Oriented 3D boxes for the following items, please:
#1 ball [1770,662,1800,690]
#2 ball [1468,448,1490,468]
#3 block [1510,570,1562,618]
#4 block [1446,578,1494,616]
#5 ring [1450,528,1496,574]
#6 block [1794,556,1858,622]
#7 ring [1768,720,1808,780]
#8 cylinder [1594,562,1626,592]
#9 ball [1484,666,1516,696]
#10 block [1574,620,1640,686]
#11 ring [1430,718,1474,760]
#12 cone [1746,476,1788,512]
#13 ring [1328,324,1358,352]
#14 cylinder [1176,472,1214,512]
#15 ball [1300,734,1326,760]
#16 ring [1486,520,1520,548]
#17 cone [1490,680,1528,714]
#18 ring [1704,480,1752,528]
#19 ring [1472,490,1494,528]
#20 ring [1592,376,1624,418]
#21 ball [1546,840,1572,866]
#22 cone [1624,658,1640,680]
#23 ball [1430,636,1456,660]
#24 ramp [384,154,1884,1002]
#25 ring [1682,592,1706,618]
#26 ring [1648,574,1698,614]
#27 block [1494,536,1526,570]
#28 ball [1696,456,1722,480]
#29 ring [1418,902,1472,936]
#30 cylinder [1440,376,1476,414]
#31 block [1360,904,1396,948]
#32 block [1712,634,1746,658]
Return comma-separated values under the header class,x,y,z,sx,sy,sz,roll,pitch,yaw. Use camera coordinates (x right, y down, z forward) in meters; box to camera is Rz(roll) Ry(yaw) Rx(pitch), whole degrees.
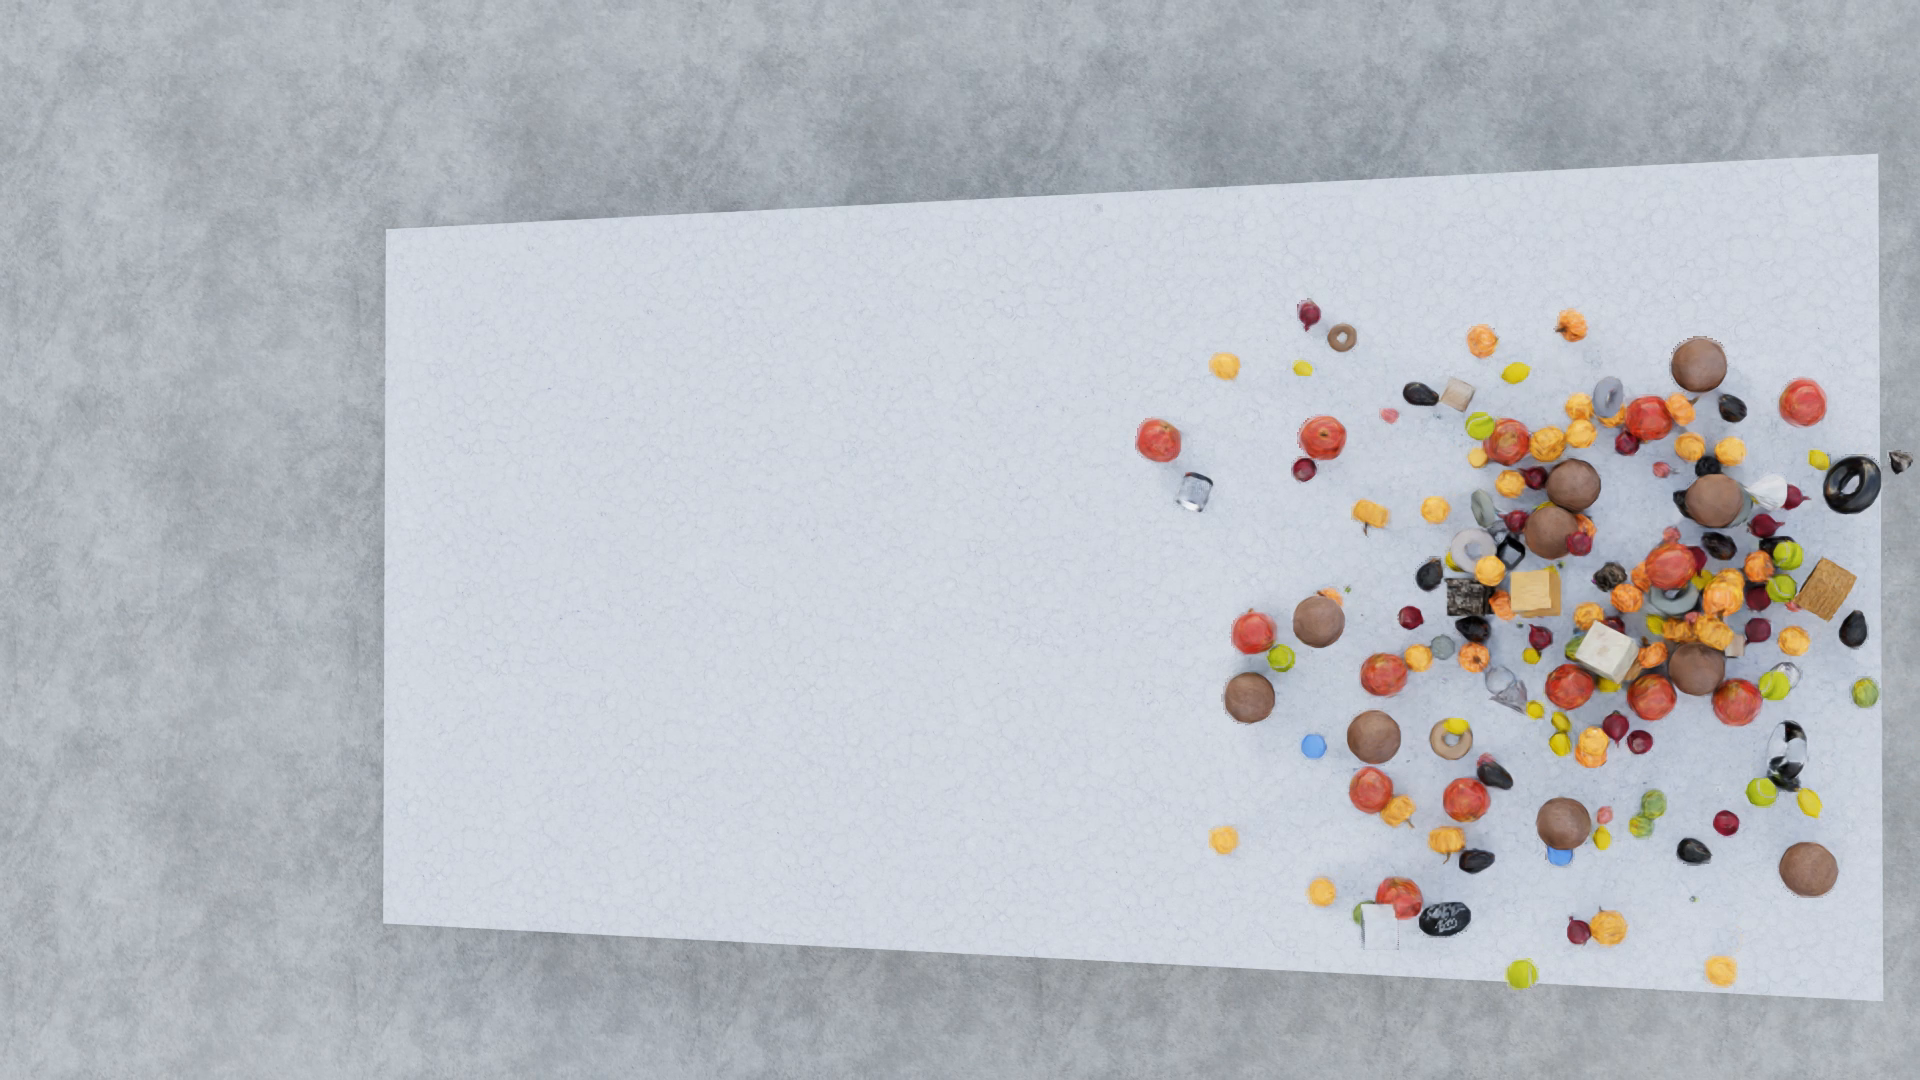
class,x,y,z,sx,sy,sz,roll,pitch,yaw
ball,1.944,0.319,5.178,0.067,0.067,0.067,0,89,0
ball,1.281,-0.203,5.435,0.051,0.051,0.051,0,89,0
block,1.369,0.128,5.226,0.092,0.092,0.092,-6,75,30
block,1.255,0.138,5.407,0.092,0.092,0.092,-1,89,31
ring,1.254,0.025,5.374,0.112,0.037,0.112,0,93,3
block,2.015,0.115,5.120,0.090,0.090,0.090,33,134,16
ring,1.938,0.493,5.152,0.048,0.143,0.143,9,89,-5
cylinder,1.574,0.089,5.324,0.054,0.054,0.054,-25,89,-23
ball,1.327,0.347,5.401,0.075,0.075,0.075,0,89,0
block,1.545,0.270,5.250,0.099,0.099,0.099,30,88,33
ring,1.218,0.493,5.453,0.106,0.035,0.106,-1,88,16
cone,1.877,-0.116,5.166,0.090,0.090,0.090,12,89,-31
ring,0.961,-0.508,5.523,0.075,0.025,0.075,-3,79,17
cylinder,0.598,-0.123,5.613,0.077,0.077,0.077,20,79,0
ball,0.890,0.519,5.535,0.065,0.065,0.065,0,89,0
ring,1.337,-0.006,5.427,0.087,0.029,0.087,0,91,17
cone,1.311,0.379,5.280,0.083,0.083,0.083,-5,89,25
ring,1.837,-0.086,5.261,0.115,0.038,0.115,-9,76,36
ring,1.271,-0.077,5.345,0.032,0.097,0.097,-17,89,0
ring,1.542,-0.338,5.232,0.103,0.034,0.103,-12,110,-37
ball,1.462,0.764,5.361,0.062,0.062,0.062,0,89,0
cone,1.602,0.314,5.319,0.068,0.068,0.068,0,75,-2
ball,1.194,0.266,5.439,0.062,0.062,0.062,0,89,0
ramp,0.272,0.095,5.812,4.000,0.100,2.000,0,89,17
ring,1.756,0.151,5.287,0.026,0.077,0.077,-26,89,-43
ring,1.695,0.129,5.227,0.114,0.038,0.114,-9,46,9
block,1.346,0.032,5.381,0.052,0.052,0.052,33,121,-3
ball,1.795,-0.172,5.276,0.060,0.060,0.060,0,89,0
ring,1.191,0.931,5.399,0.131,0.131,0.044,-18,104,0
cylinder,1.233,-0.359,5.443,0.068,0.068,0.068,30,84,0
block,1.022,0.943,5.372,0.077,0.077,0.077,-2,107,5
block,1.835,0.252,5.247,0.054,0.054,0.054,1,86,-11
